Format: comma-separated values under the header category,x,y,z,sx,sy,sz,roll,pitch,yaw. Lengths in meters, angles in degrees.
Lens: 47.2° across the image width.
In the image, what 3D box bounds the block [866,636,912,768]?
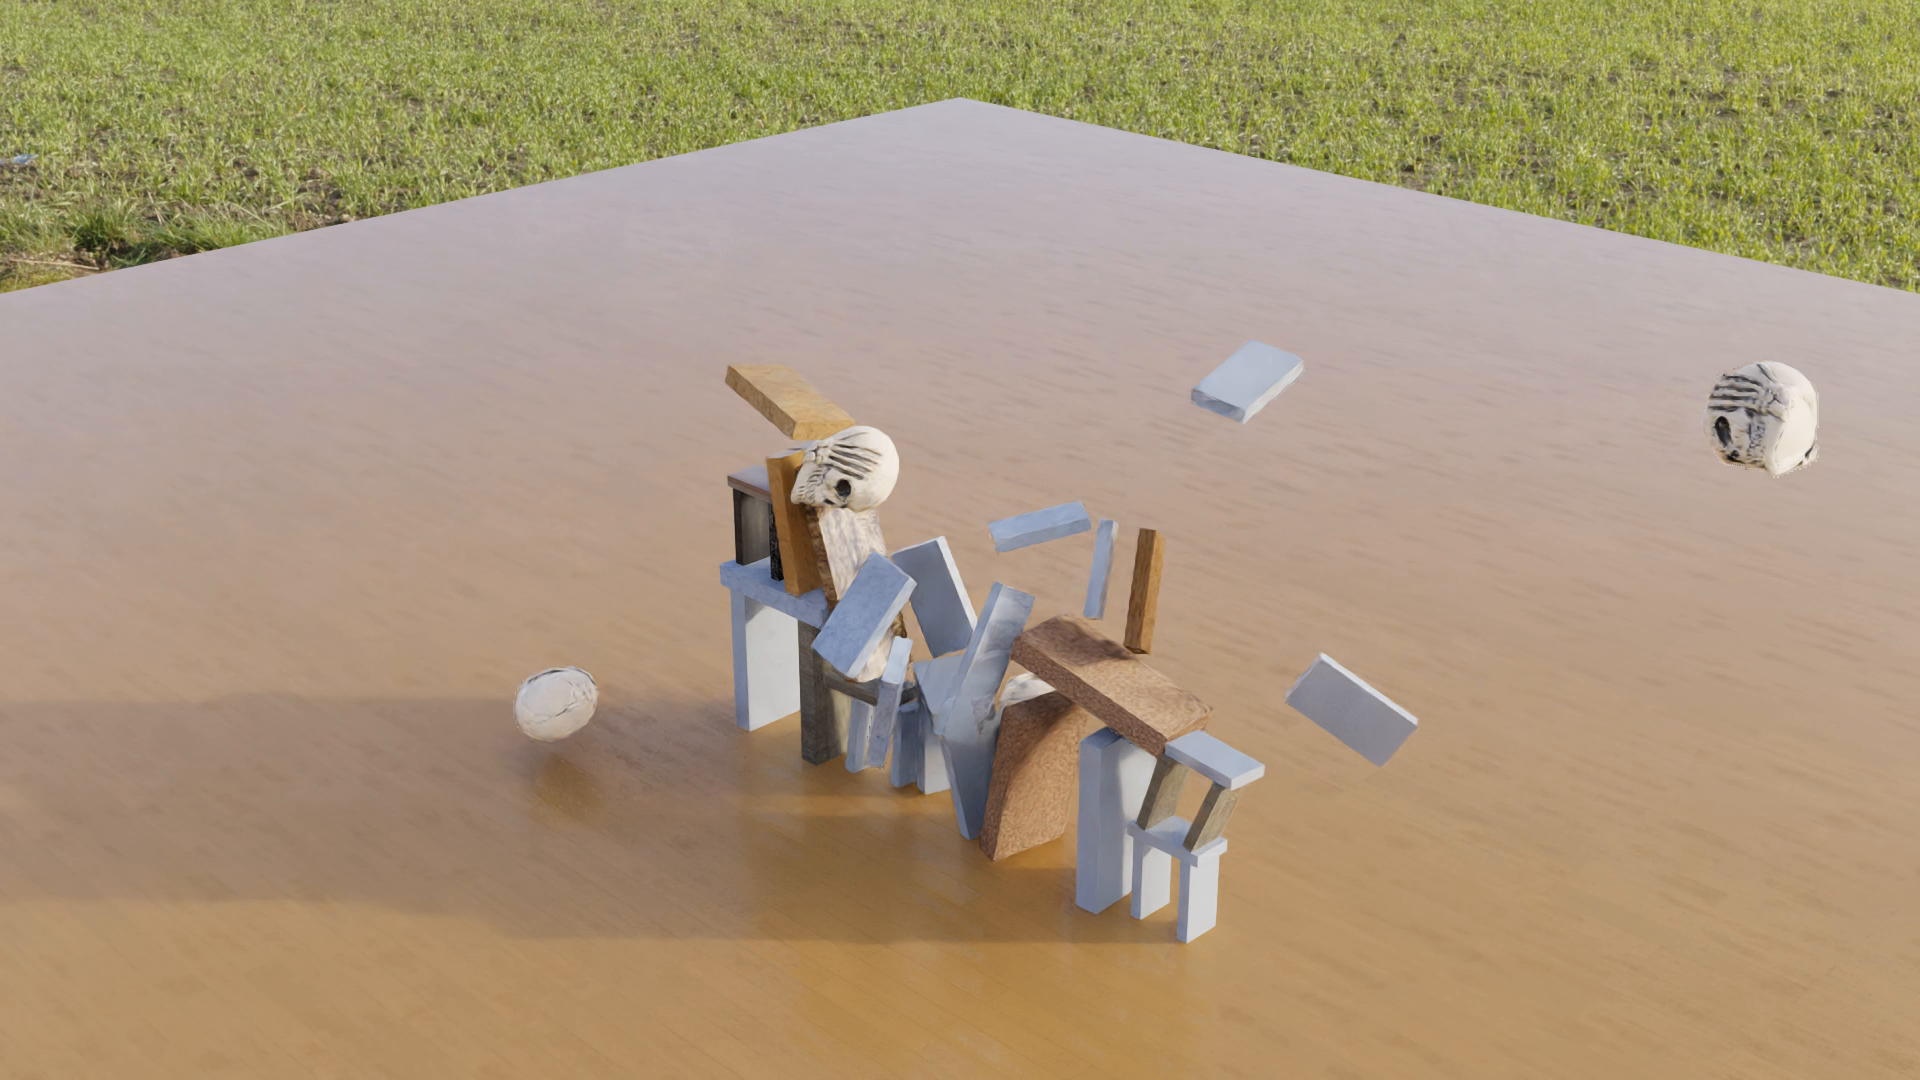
category,x,y,z,sx,sy,sz,roll,pitch,yaw
block,-0.131,0.299,4.048,0.033,0.230,0.115,14,43,2

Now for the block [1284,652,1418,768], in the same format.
category,x,y,z,sx,sy,sz,roll,pitch,yaw
block,0.726,0.316,4.087,0.221,0.111,0.031,35,22,-5

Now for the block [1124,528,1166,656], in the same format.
category,x,y,z,sx,sy,sz,roll,pitch,yaw
block,0.345,0.098,4.107,0.031,0.221,0.111,6,-8,16

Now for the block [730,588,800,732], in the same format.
category,x,y,z,sx,sy,sz,roll,pitch,yaw
block,-0.415,0.238,4.783,0.046,0.327,0.163,21,31,41

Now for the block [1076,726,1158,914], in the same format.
category,x,y,z,sx,sy,sz,roll,pitch,yaw
block,0.295,0.508,4.116,0.049,0.349,0.175,20,30,38

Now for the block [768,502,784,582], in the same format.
category,x,y,z,sx,sy,sz,roll,pitch,yaw
block,-0.358,-0.007,4.603,0.024,0.172,0.086,21,31,41

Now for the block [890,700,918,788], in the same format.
category,x,y,z,sx,sy,sz,roll,pitch,yaw
block,-0.095,0.416,4.543,0.092,0.184,0.026,-18,35,-36

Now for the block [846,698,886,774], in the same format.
category,x,y,z,sx,sy,sz,roll,pitch,yaw
block,-0.191,0.392,4.600,0.092,0.184,0.026,-21,39,-41

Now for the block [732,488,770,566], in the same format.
category,x,y,z,sx,sy,sz,roll,pitch,yaw
block,-0.439,-0.039,4.677,0.024,0.172,0.086,21,31,41

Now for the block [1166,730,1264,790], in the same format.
category,x,y,z,sx,sy,sz,roll,pitch,yaw
block,0.452,0.390,3.910,0.082,0.023,0.164,-18,30,-36

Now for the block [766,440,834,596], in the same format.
category,x,y,z,sx,sy,sz,roll,pitch,yaw
block,-0.311,-0.048,4.541,0.146,0.292,0.041,-21,21,-41

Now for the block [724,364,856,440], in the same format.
category,x,y,z,sx,sy,sz,roll,pitch,yaw
block,-0.355,-0.289,4.581,0.146,0.041,0.292,-3,28,-36

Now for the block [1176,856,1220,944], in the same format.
category,x,y,z,sx,sy,sz,roll,pitch,yaw
block,0.436,0.646,4.023,0.024,0.167,0.084,21,31,41

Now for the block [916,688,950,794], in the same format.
category,x,y,z,sx,sy,sz,roll,pitch,yaw
block,-0.025,0.395,4.515,0.122,0.245,0.035,-10,25,-23

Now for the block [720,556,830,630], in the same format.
category,x,y,z,sx,sy,sz,roll,pitch,yaw
block,-0.338,0.096,4.639,0.327,0.046,0.163,21,31,41

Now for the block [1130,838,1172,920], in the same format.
category,x,y,z,sx,sy,sz,roll,pitch,yaw
block,0.357,0.616,4.096,0.024,0.167,0.084,21,31,41

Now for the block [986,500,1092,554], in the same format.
category,x,y,z,sx,sy,sz,roll,pitch,yaw
block,0.151,-0.025,4.192,0.184,0.026,0.092,-14,23,-5

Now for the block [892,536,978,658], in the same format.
category,x,y,z,sx,sy,sz,roll,pitch,yaw
block,-0.044,0.117,4.484,0.115,0.230,0.033,-18,8,31

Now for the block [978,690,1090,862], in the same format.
category,x,y,z,sx,sy,sz,roll,pitch,yaw
block,0.144,0.451,4.248,0.175,0.349,0.049,-15,41,-32

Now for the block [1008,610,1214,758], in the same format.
category,x,y,z,sx,sy,sz,roll,pitch,yaw
block,0.281,0.265,4.091,0.349,0.049,0.175,34,31,23

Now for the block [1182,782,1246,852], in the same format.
category,x,y,z,sx,sy,sz,roll,pitch,yaw
block,0.458,0.482,3.930,0.082,0.164,0.023,-21,53,-41

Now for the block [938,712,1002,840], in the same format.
category,x,y,z,sx,sy,sz,roll,pitch,yaw
block,0.040,0.462,4.333,0.122,0.245,0.035,-25,31,-22

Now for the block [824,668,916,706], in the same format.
category,x,y,z,sx,sy,sz,roll,pitch,yaw
block,-0.185,0.300,4.545,0.184,0.026,0.092,19,29,39

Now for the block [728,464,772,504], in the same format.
category,x,y,z,sx,sy,sz,roll,pitch,yaw
block,-0.398,-0.113,4.602,0.172,0.024,0.086,21,31,41

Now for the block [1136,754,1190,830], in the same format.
category,x,y,z,sx,sy,sz,roll,pitch,yaw
block,0.376,0.448,4.005,0.082,0.164,0.023,-21,48,-41

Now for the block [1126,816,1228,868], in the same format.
category,x,y,z,sx,sy,sz,roll,pitch,yaw
block,0.396,0.543,4.022,0.167,0.024,0.084,21,31,41

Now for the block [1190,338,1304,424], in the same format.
category,x,y,z,sx,sy,sz,roll,pitch,yaw
block,0.532,-0.294,4.063,0.111,0.031,0.221,25,42,26

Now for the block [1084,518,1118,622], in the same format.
category,x,y,z,sx,sy,sz,roll,pitch,yaw
block,0.263,0.057,4.105,0.026,0.185,0.092,9,-4,10

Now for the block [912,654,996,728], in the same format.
category,x,y,z,sx,sy,sz,roll,pitch,yaw
block,-0.014,0.298,4.360,0.122,0.035,0.245,-10,22,-7

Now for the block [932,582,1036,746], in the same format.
category,x,y,z,sx,sy,sz,roll,pitch,yaw
block,0.046,0.233,4.112,0.092,0.304,0.026,23,0,-43

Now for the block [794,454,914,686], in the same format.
category,x,y,z,sx,sy,sz,roll,pitch,yaw
block,-0.215,0.059,4.490,0.146,0.455,0.041,-12,-3,-38

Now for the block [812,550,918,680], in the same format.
category,x,y,z,sx,sy,sz,roll,pitch,yaw
block,-0.191,0.149,4.374,0.115,0.230,0.033,37,6,37

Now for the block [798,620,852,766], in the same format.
category,x,y,z,sx,sy,sz,roll,pitch,yaw
block,-0.261,0.298,4.641,0.046,0.327,0.163,21,31,41
